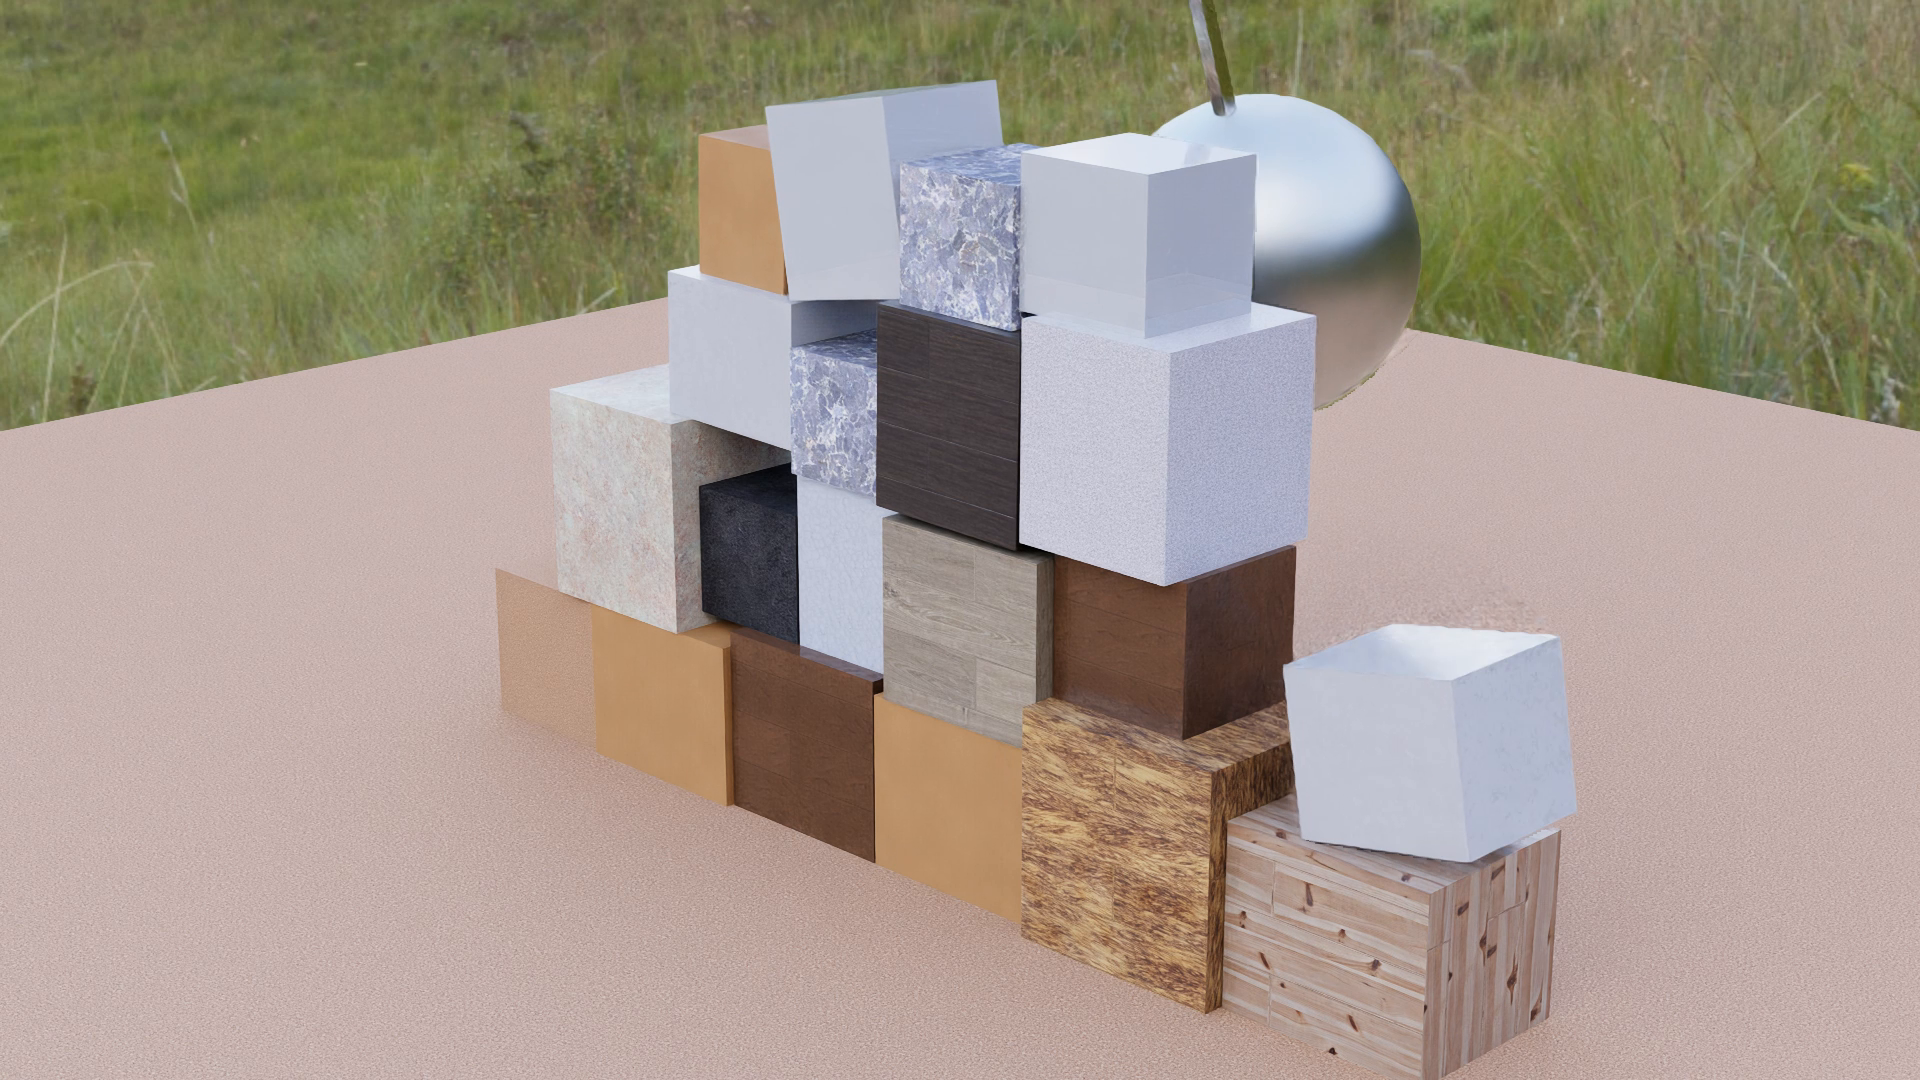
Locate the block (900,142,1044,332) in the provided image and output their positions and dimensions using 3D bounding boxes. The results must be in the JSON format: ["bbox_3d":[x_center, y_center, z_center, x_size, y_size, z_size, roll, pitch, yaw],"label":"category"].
[{"bbox_3d":[0.242,-1.319,12.652,0.741,0.613,0.673,-17,25,-42],"label":"block"}]

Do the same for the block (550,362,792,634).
[{"bbox_3d":[-1.361,-0.247,14.669,0.962,1.050,0.934,-17,24,-42],"label":"block"}]

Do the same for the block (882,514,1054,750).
[{"bbox_3d":[0.314,0.315,13.127,0.917,0.860,0.947,-17,24,-42],"label":"block"}]

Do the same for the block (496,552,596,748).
[{"bbox_3d":[-1.813,0.514,15.401,0.877,0.784,0.842,-17,24,-42],"label":"block"}]

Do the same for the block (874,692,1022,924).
[{"bbox_3d":[0.267,1.120,13.390,0.846,0.834,1.017,-17,24,-42],"label":"block"}]

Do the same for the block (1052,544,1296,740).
[{"bbox_3d":[0.911,0.349,12.501,0.709,0.686,0.735,-17,24,-42],"label":"block"}]

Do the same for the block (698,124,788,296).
[{"bbox_3d":[-0.810,-1.565,13.728,0.592,0.658,0.576,18,25,42],"label":"block"}]

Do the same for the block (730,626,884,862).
[{"bbox_3d":[-0.446,0.876,14.066,0.851,0.894,0.987,-17,24,-42],"label":"block"}]

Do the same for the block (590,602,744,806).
[{"bbox_3d":[-1.160,0.701,14.757,0.929,0.813,1.010,-17,24,-42],"label":"block"}]

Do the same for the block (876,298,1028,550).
[{"bbox_3d":[0.267,-0.589,12.894,0.929,0.922,0.860,-17,25,-42],"label":"block"}]

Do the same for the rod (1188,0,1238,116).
[{"bbox_3d":[0.636,-4.184,12.693,0.080,5.200,0.080,17,44,42],"label":"rod"}]

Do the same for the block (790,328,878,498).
[{"bbox_3d":[-0.297,-0.599,13.442,0.710,0.595,0.644,-17,24,-42],"label":"block"}]

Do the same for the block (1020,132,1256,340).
[{"bbox_3d":[0.734,-1.274,12.158,0.670,0.669,0.700,-17,24,-42],"label":"block"}]

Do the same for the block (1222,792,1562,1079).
[{"bbox_3d":[1.757,1.555,11.997,0.888,0.839,1.009,-17,24,-42],"label":"block"}]

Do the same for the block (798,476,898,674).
[{"bbox_3d":[-0.265,0.086,13.671,0.694,0.850,0.683,-17,24,-42],"label":"block"}]

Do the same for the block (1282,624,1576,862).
[{"bbox_3d":[1.863,0.786,11.625,0.723,0.716,0.819,-17,14,-42],"label":"block"}]

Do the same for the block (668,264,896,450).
[{"bbox_3d":[-0.817,-0.919,13.925,0.741,0.692,0.872,-17,25,-42],"label":"block"}]

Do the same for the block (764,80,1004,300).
[{"bbox_3d":[-0.306,-1.569,13.184,0.700,0.876,0.774,-17,14,-42],"label":"block"}]

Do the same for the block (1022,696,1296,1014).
[{"bbox_3d":[1.022,1.222,12.665,1.084,1.074,1.053,-17,24,-42],"label":"block"}]

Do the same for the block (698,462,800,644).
[{"bbox_3d":[-0.775,0.047,14.157,0.661,0.634,0.690,-17,24,-42],"label":"block"}]

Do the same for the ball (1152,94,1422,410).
[{"bbox_3d":[1.467,-1.389,14.443,1.600,1.600,1.600,0,17,0],"label":"ball"}]

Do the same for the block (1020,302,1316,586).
[{"bbox_3d":[0.868,-0.461,12.313,0.924,0.972,0.815,-17,24,-42],"label":"block"}]
